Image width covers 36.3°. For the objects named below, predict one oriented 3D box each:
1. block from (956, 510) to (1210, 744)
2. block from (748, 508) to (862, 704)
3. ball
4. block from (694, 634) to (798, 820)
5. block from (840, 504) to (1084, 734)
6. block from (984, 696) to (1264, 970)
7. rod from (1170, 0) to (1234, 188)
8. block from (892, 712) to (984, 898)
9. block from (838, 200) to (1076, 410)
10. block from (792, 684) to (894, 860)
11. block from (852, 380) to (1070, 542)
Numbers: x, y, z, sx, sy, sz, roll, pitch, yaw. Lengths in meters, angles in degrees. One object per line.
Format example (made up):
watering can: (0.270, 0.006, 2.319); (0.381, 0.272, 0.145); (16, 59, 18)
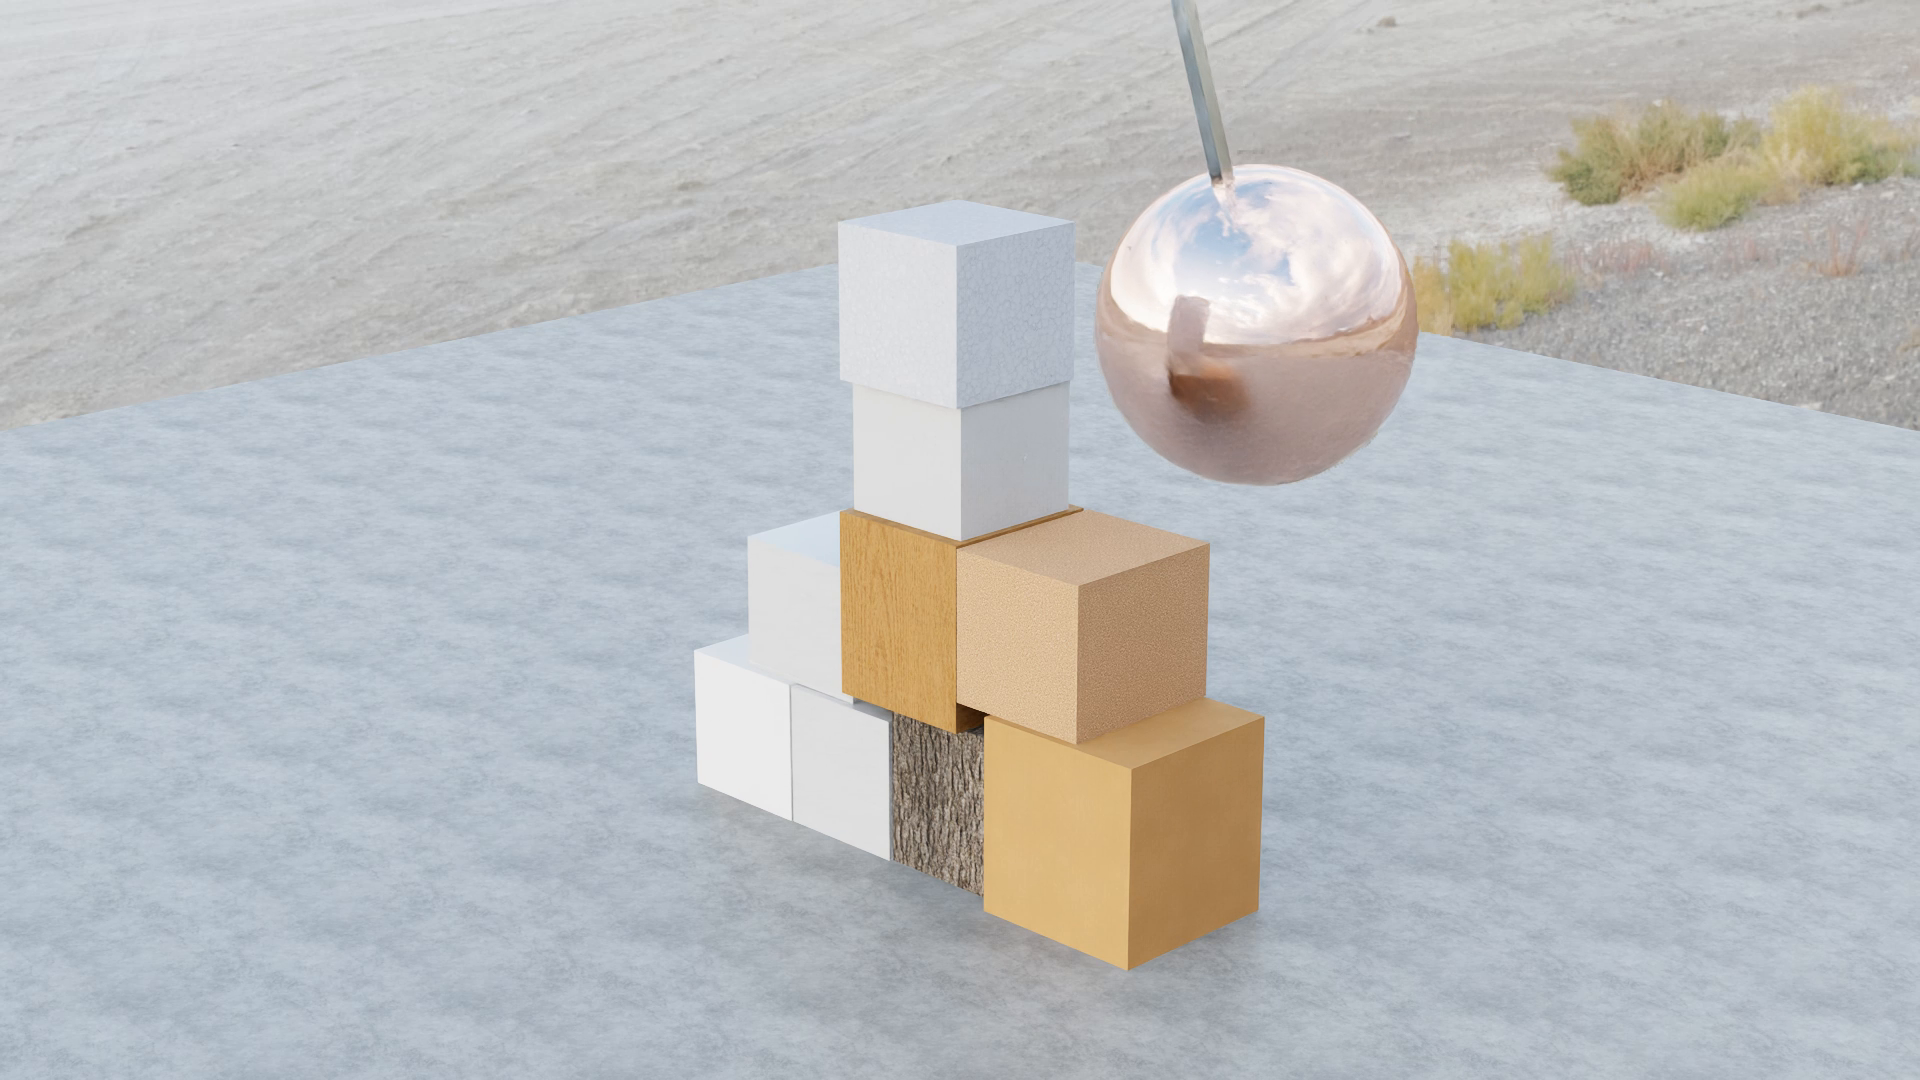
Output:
block: (0.541, 0.366, 12.915); (0.849, 0.712, 0.721); (-17, 24, -42)
block: (-0.525, 0.305, 13.982); (0.644, 0.648, 0.730); (-17, 25, -42)
ball: (1.467, -1.062, 14.545); (1.600, 1.600, 1.600); (0, 17, 0)
block: (-0.786, 0.863, 14.443); (0.756, 0.694, 0.693); (-17, 24, -42)
block: (0.008, 0.279, 13.431); (0.821, 0.875, 0.746); (-17, 24, -42)
block: (0.720, 1.213, 12.947); (0.874, 0.923, 0.861); (-17, 24, -42)
rod: (0.636, -3.856, 12.796); (0.080, 5.200, 0.080); (17, 44, 42)
block: (0.180, 1.117, 13.506); (0.703, 0.769, 0.677); (-17, 24, -42)
block: (-0.013, -1.058, 12.995); (0.741, 0.714, 0.736); (-17, 24, -42)
block: (-0.308, 1.014, 13.972); (0.720, 0.688, 0.664); (-17, 24, -42)
block: (0.006, -0.432, 13.213); (0.691, 0.612, 0.685); (-17, 24, -42)
